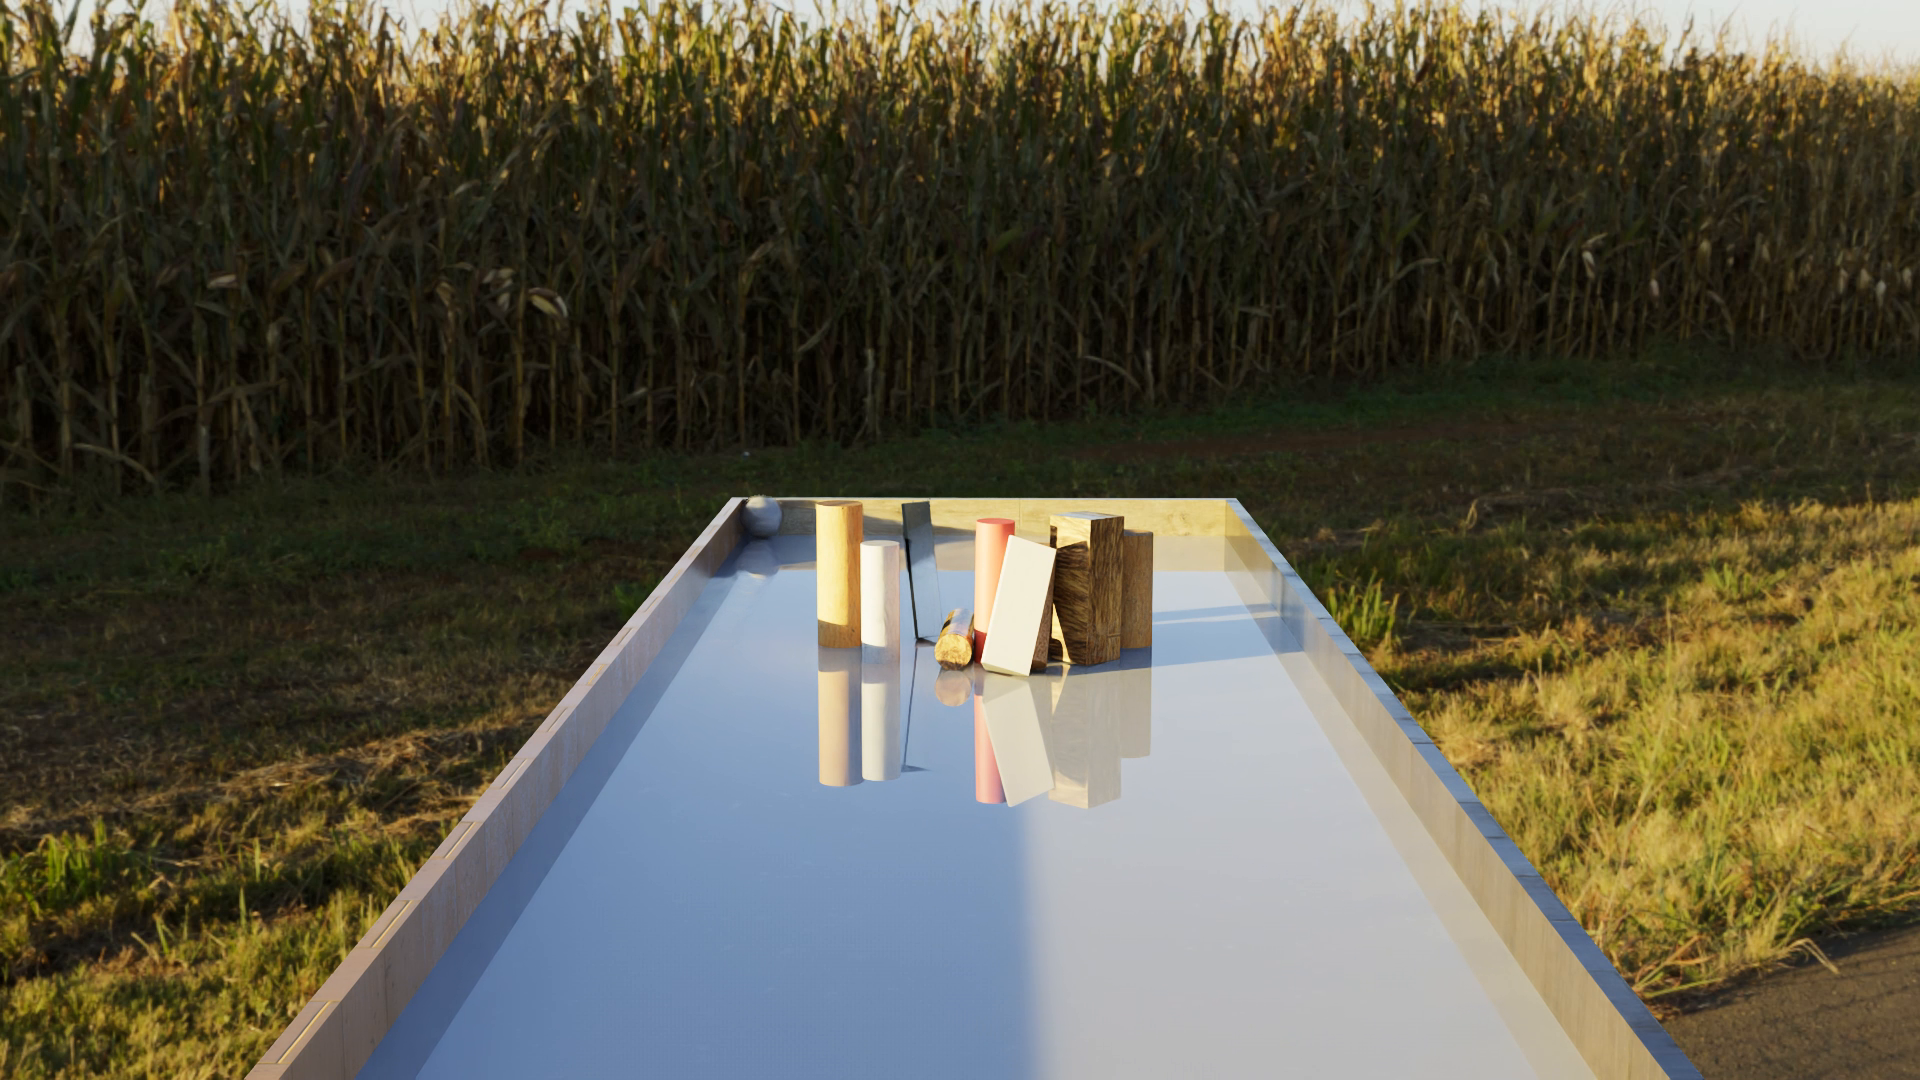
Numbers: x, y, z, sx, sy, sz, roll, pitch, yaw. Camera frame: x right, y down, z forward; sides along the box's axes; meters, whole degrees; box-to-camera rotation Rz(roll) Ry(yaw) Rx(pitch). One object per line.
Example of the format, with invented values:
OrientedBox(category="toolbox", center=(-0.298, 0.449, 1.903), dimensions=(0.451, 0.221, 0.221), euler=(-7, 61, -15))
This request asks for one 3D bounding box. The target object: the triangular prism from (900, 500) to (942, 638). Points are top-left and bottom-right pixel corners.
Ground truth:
OrientedBox(category="triangular prism", center=(-0.138, 0.095, 7.007), dimensions=(0.102, 0.430, 0.088), euler=(-6, 1, -25))

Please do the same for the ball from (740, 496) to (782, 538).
OrientedBox(category="ball", center=(-0.818, -0.093, 9.048), dimensions=(0.170, 0.170, 0.170), euler=(0, 9, 0))

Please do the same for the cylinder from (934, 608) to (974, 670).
OrientedBox(category="cylinder", center=(-0.008, 0.302, 6.750), dimensions=(0.109, 0.109, 0.417), euler=(1, 9, 4))

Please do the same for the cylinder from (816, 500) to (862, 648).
OrientedBox(category="cylinder", center=(-0.377, 0.106, 6.916), dimensions=(0.145, 0.446, 0.145), euler=(0, 9, 0))

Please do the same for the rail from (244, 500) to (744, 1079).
OrientedBox(category="rail", center=(-1.004, 0.839, 3.234), dimensions=(0.050, 0.150, 12.000), euler=(0, 9, 1))

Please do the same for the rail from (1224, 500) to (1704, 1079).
OrientedBox(category="rail", center=(1.046, 0.843, 3.208), dimensions=(0.050, 0.150, 12.000), euler=(0, 9, 1))

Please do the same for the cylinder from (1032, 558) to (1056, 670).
OrientedBox(category="cylinder", center=(0.219, 0.203, 6.578), dimensions=(0.112, 0.348, 0.112), euler=(5, -18, 2))

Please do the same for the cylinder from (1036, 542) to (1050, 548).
OrientedBox(category="cylinder", center=(0.247, 0.172, 6.941), dimensions=(0.155, 0.307, 0.155), euler=(0, 9, 0))

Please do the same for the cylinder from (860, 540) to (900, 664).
OrientedBox(category="cylinder", center=(-0.241, 0.189, 6.665), dimensions=(0.118, 0.361, 0.118), euler=(0, 9, 0))

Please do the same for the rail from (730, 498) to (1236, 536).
OrientedBox(category="rail", center=(0.099, -0.098, 9.147), dimensions=(2.100, 0.150, 0.050), euler=(0, 9, 1))

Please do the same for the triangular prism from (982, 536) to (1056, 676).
OrientedBox(category="triangular prism", center=(0.150, 0.200, 6.510), dimensions=(0.153, 0.387, 0.133), euler=(17, -13, -20))

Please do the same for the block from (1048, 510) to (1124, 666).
OrientedBox(category="block", center=(0.381, 0.143, 6.686), dimensions=(0.158, 0.440, 0.158), euler=(9, 11, 43))

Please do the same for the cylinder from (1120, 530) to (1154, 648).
OrientedBox(category="cylinder", center=(0.533, 0.152, 6.920), dimensions=(0.148, 0.354, 0.148), euler=(0, 9, 0))

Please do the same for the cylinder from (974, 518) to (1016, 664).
OrientedBox(category="cylinder", center=(0.104, 0.155, 6.654), dimensions=(0.117, 0.429, 0.117), euler=(1, 10, 0))
